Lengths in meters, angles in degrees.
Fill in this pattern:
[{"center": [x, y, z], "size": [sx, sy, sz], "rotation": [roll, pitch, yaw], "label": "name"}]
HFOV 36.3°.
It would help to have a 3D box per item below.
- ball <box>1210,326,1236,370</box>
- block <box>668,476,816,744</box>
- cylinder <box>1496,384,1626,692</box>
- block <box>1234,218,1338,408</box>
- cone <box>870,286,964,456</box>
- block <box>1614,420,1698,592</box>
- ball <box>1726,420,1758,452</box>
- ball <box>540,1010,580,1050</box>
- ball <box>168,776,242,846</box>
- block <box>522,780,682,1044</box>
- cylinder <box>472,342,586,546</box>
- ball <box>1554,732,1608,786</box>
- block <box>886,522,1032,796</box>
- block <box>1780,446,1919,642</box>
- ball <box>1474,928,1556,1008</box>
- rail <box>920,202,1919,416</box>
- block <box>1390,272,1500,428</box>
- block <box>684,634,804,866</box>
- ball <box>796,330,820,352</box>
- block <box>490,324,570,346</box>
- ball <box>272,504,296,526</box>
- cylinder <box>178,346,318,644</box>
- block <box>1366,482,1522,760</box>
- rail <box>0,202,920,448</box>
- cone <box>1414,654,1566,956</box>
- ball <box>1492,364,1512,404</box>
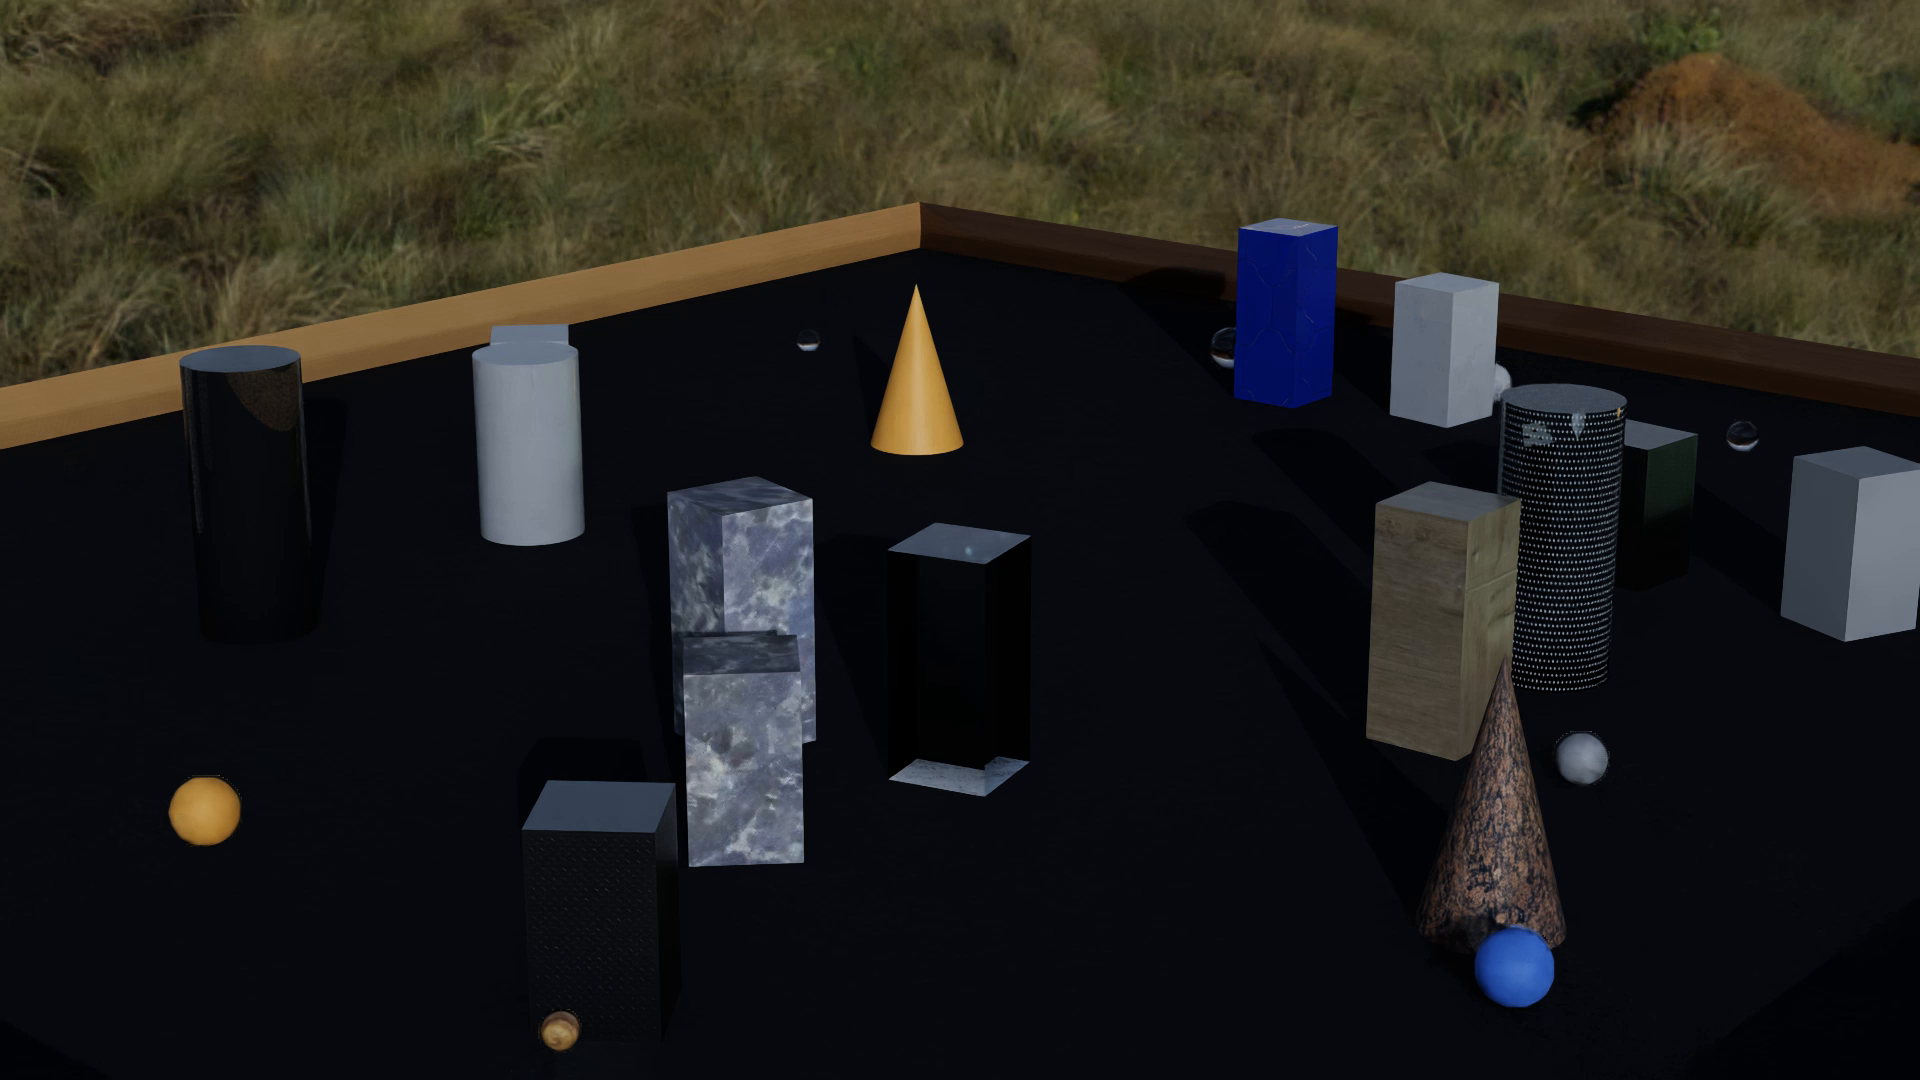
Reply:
[{"center": [0.623, -0.442, 6.745], "size": [0.098, 0.098, 0.098], "rotation": [0, 17, 0], "label": "ball"}, {"center": [-0.327, 0.116, 4.404], "size": [0.156, 0.381, 0.156], "rotation": [-12, 20, -34], "label": "block"}, {"center": [0.948, -0.004, 4.672], "size": [0.195, 0.456, 0.195], "rotation": [0, 17, 0], "label": "cylinder"}, {"center": [0.716, -0.500, 6.449], "size": [0.156, 0.380, 0.156], "rotation": [13, 21, 37], "label": "block"}, {"center": [-0.090, -0.365, 6.072], "size": [0.195, 0.339, 0.195], "rotation": [0, 17, 0], "label": "cone"}, {"center": [1.192, -0.064, 5.212], "size": [0.156, 0.258, 0.156], "rotation": [-15, 23, -42], "label": "block"}, {"center": [1.613, -0.214, 6.044], "size": [0.065, 0.065, 0.065], "rotation": [0, 17, 0], "label": "ball"}, {"center": [-0.470, 0.578, 3.450], "size": [0.046, 0.046, 0.046], "rotation": [0, 17, 0], "label": "ball"}, {"center": [-1.040, 0.374, 4.041], "size": [0.097, 0.097, 0.097], "rotation": [0, 17, 0], "label": "ball"}, {"center": [-0.426, 0.444, 3.512], "size": [0.156, 0.269, 0.156], "rotation": [1, 17, 3], "label": "block"}, {"center": [-0.802, -0.181, 5.457], "size": [0.195, 0.341, 0.195], "rotation": [0, 17, 0], "label": "cylinder"}, {"center": [0.903, 0.319, 4.261], "size": [0.076, 0.076, 0.076], "rotation": [0, 17, 0], "label": "ball"}, {"center": [0.000, 0.172, 4.271], "size": [0.156, 0.351, 0.156], "rotation": [8, 19, 25], "label": "block"}, {"center": [1.509, 0.005, 4.944], "size": [0.156, 0.282, 0.156], "rotation": [-8, 19, -25], "label": "block"}, {"center": [0.673, 0.519, 3.558], "size": [0.097, 0.097, 0.097], "rotation": [0, 17, 0], "label": "ball"}, {"center": [1.488, -0.463, 6.761], "size": [4.278, 0.127, 0.045], "rotation": [14, 22, 39], "label": "rail"}, {"center": [1.040, -0.410, 6.301], "size": [0.156, 0.292, 0.156], "rotation": [-15, 22, -41], "label": "block"}, {"center": [-0.297, 0.287, 4.020], "size": [0.156, 0.275, 0.156], "rotation": [-1, 17, -5], "label": "block"}, {"center": [-0.358, -0.470, 6.912], "size": [0.054, 0.054, 0.054], "rotation": [0, 17, 0], "label": "ball"}, {"center": [-0.878, -0.303, 6.020], "size": [0.156, 0.249, 0.156], "rotation": [-2, 17, -7], "label": "block"}, {"center": [-1.276, -0.048, 5.536], "size": [0.042, 0.042, 0.042], "rotation": [0, 17, 0], "label": "ball"}, {"center": [-1.186, -0.076, 4.896], "size": [0.195, 0.465, 0.195], "rotation": [0, 17, 0], "label": "cylinder"}, {"center": [0.726, 0.120, 4.410], "size": [0.156, 0.371, 0.156], "rotation": [13, 21, 37], "label": "block"}, {"center": [-1.597, -0.369, 6.448], "size": [0.045, 0.127, 4.586], "rotation": [14, 22, 39], "label": "rail"}, {"center": [0.686, 0.320, 3.740], "size": [0.195, 0.375, 0.195], "rotation": [0, 17, 0], "label": "cone"}, {"center": [1.157, -0.341, 6.377], "size": [0.087, 0.087, 0.087], "rotation": [0, 17, 0], "label": "ball"}]
